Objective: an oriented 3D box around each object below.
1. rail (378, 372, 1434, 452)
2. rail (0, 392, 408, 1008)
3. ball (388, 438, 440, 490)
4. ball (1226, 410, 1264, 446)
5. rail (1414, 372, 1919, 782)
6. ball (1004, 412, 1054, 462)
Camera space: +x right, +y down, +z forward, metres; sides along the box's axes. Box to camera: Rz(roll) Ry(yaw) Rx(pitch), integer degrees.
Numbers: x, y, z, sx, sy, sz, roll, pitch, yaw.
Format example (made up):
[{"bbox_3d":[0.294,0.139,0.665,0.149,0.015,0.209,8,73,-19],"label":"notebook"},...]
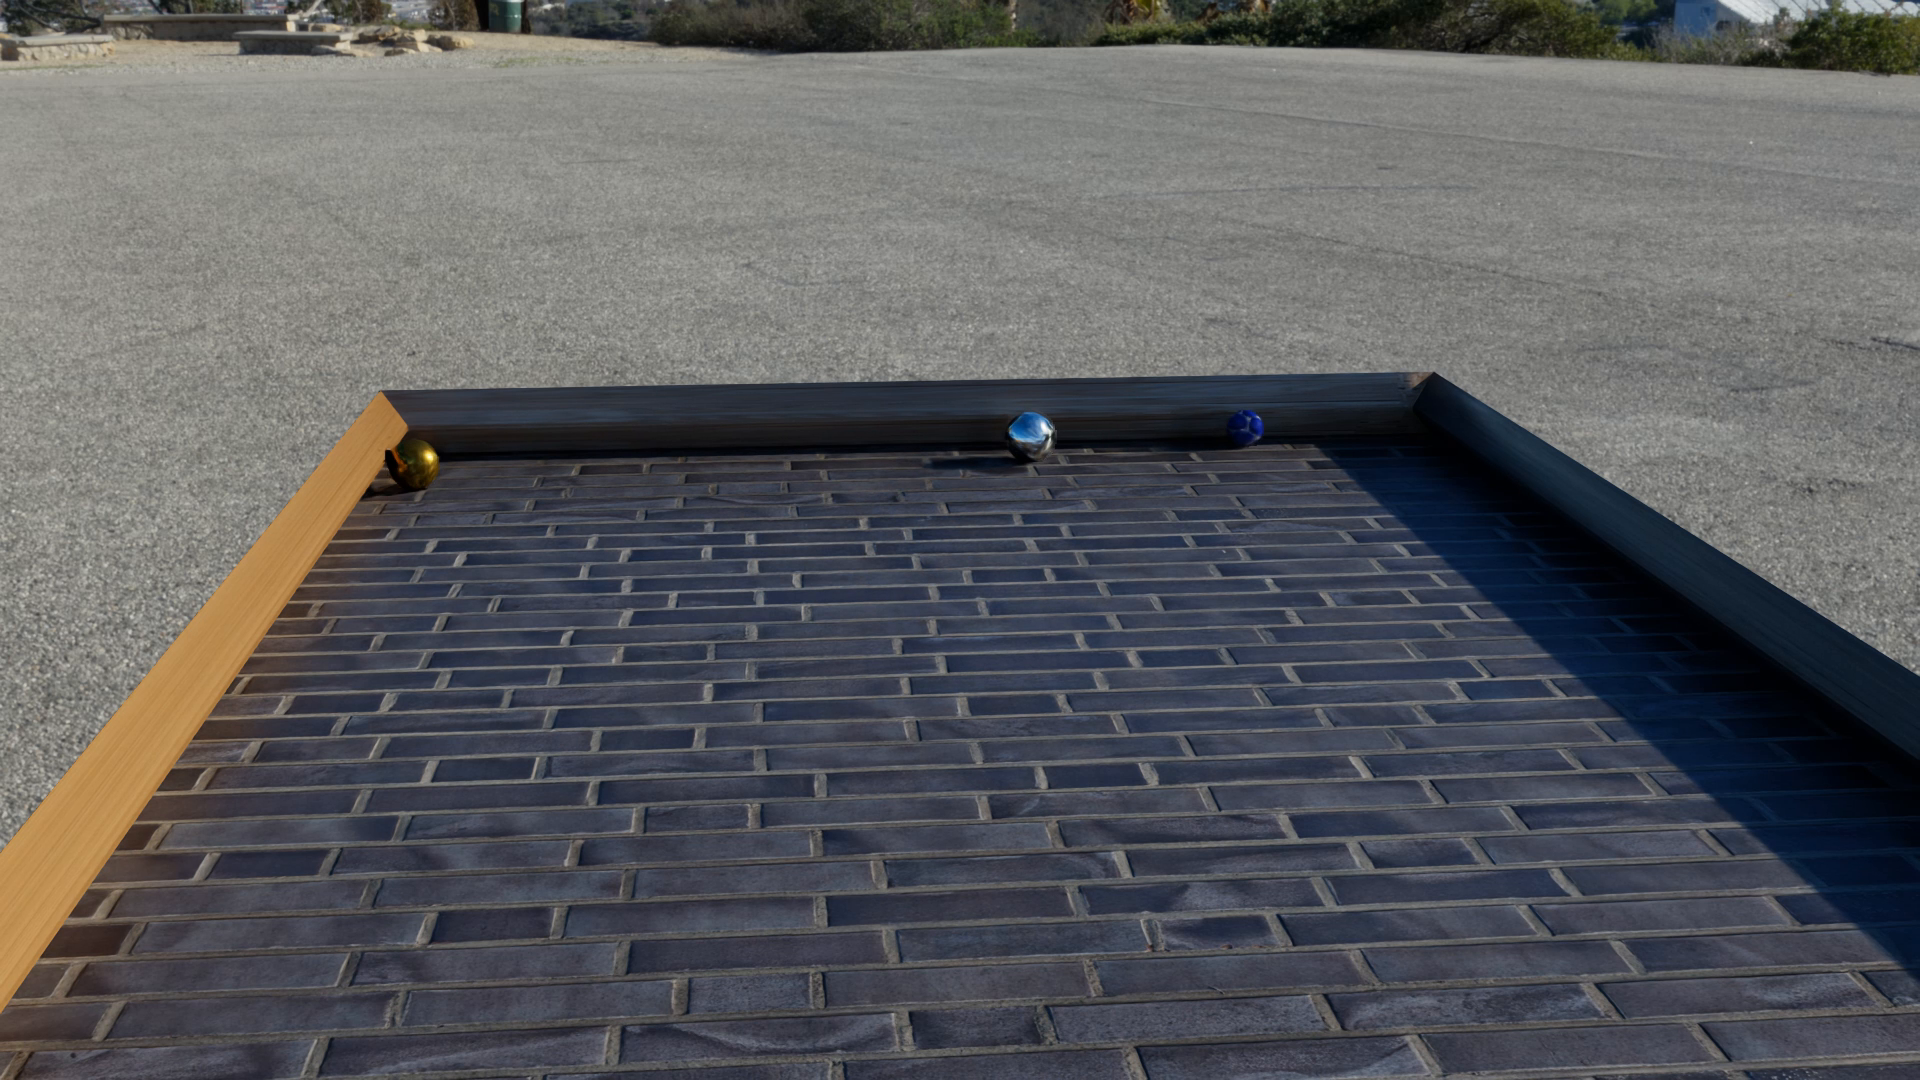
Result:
[{"bbox_3d":[-0.061,-0.189,3.326,1.605,0.095,0.045,-1,15,-5],"label":"rail"},{"bbox_3d":[-0.712,0.183,1.959,0.045,0.095,2.749,-1,15,-5],"label":"rail"},{"bbox_3d":[-0.762,-0.106,3.070,0.071,0.071,0.071,0,15,0],"label":"ball"},{"bbox_3d":[0.432,-0.169,3.334,0.055,0.055,0.055,0,15,0],"label":"ball"},{"bbox_3d":[0.839,0.145,2.098,0.045,0.095,2.749,-1,15,-5],"label":"rail"},{"bbox_3d":[0.103,-0.151,3.233,0.073,0.073,0.073,0,15,0],"label":"ball"}]
